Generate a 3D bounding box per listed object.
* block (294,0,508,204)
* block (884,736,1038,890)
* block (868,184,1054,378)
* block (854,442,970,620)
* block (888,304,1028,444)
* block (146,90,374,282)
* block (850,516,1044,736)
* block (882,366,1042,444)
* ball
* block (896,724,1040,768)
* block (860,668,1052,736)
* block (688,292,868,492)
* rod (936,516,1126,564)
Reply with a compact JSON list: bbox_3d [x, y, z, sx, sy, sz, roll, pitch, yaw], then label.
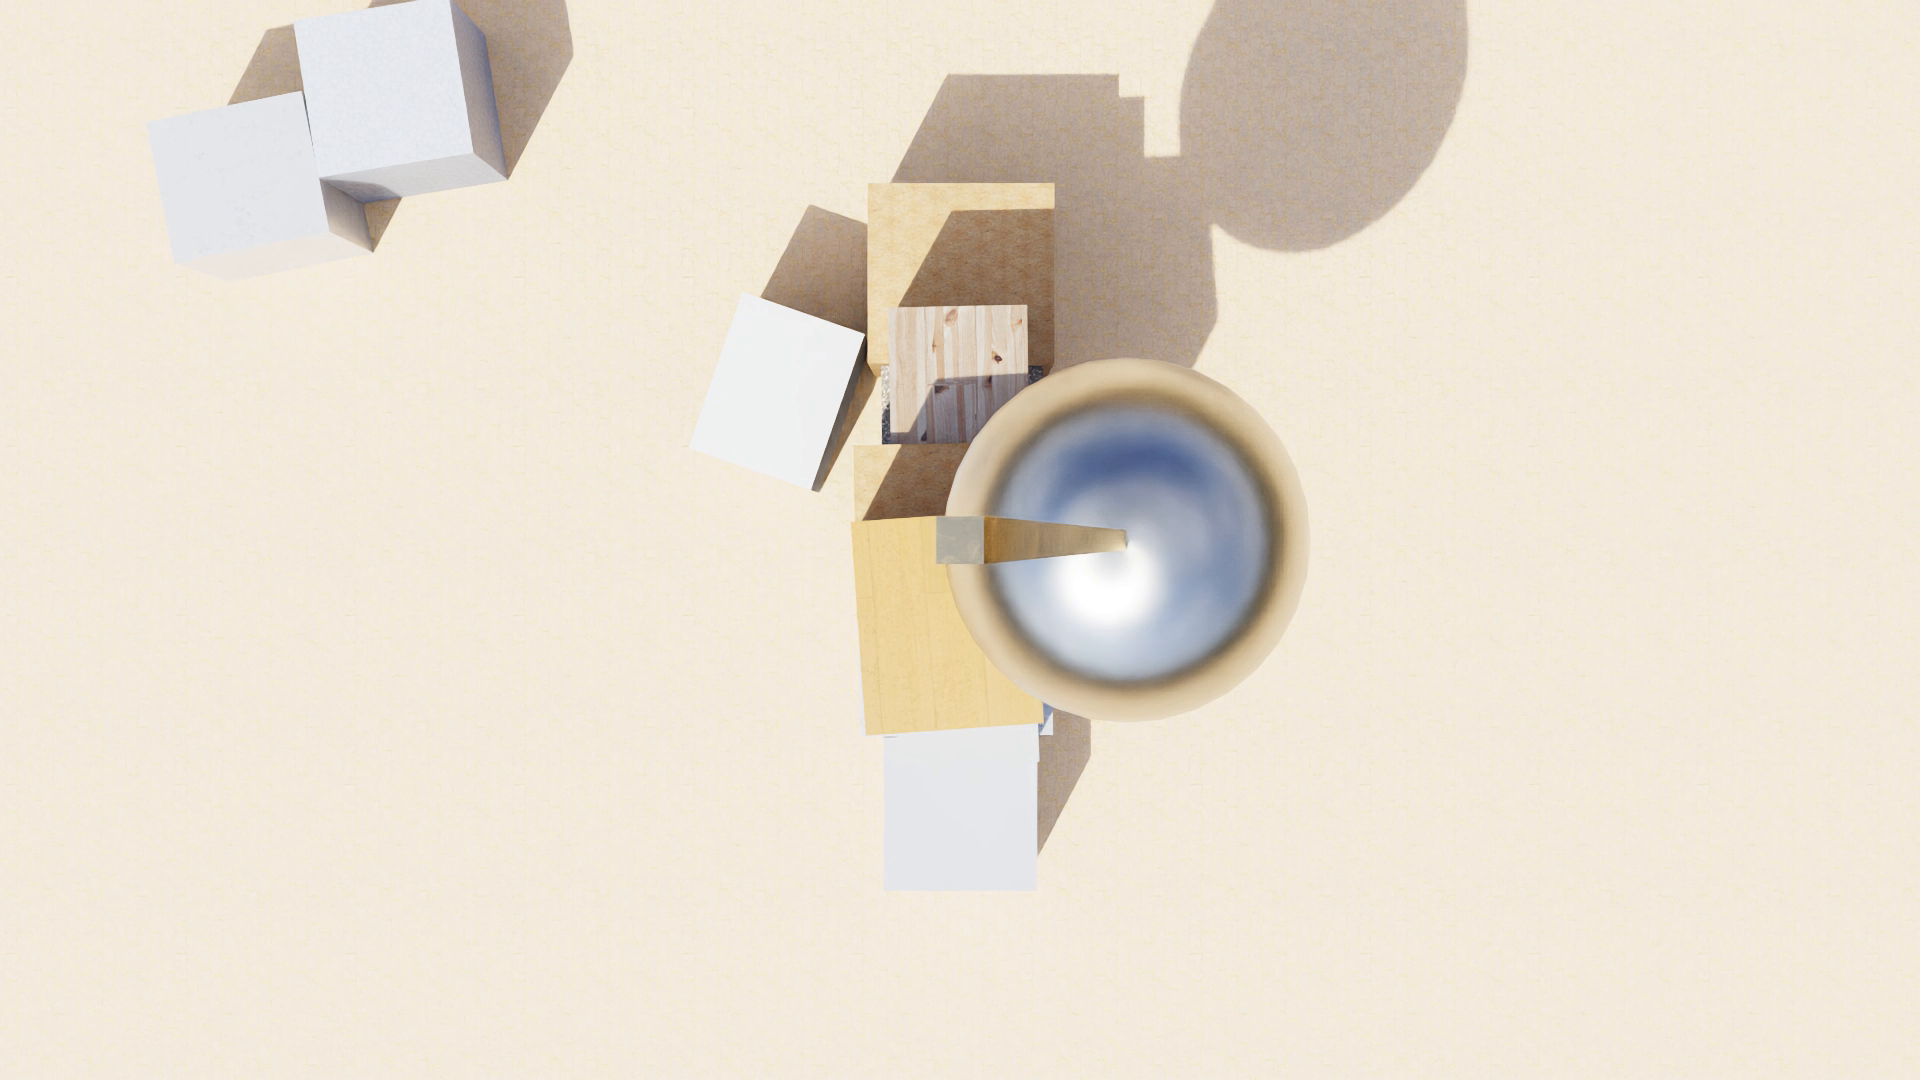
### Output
[{"bbox_3d":[-3.165,-2.488,12.534,0.862,0.932,0.872,-9,90,0],"label":"block"},{"bbox_3d":[0.002,1.517,12.585,0.849,0.831,0.848,0,90,0],"label":"block"},{"bbox_3d":[0.006,-1.454,12.492,1.017,1.017,0.981,0,90,0],"label":"block"},{"bbox_3d":[-0.109,-0.048,11.567,0.848,0.800,0.882,-1,90,0],"label":"block"},{"bbox_3d":[-0.005,-0.862,11.612,0.709,0.754,0.702,-1,93,0],"label":"block"},{"bbox_3d":[-3.973,-1.997,12.547,0.873,0.905,0.791,-11,90,0],"label":"block"},{"bbox_3d":[-0.060,0.393,10.731,0.836,0.855,1.003,-4,89,0],"label":"block"},{"bbox_3d":[0.012,-0.512,12.577,0.892,0.846,0.903,0,90,0],"label":"block"},{"bbox_3d":[0.724,0.000,9.610,1.600,1.600,1.600,0,90,0],"label":"ball"},{"bbox_3d":[0.029,0.782,11.562,0.717,0.809,0.719,-2,90,0],"label":"block"},{"bbox_3d":[-0.025,0.505,12.483,1.049,1.033,1.121,-1,90,0],"label":"block"},{"bbox_3d":[-1.021,-0.829,12.619,0.720,0.761,0.919,19,90,0],"label":"block"},{"bbox_3d":[0.314,0.000,6.235,0.080,5.200,0.080,0,90,7],"label":"rod"}]
